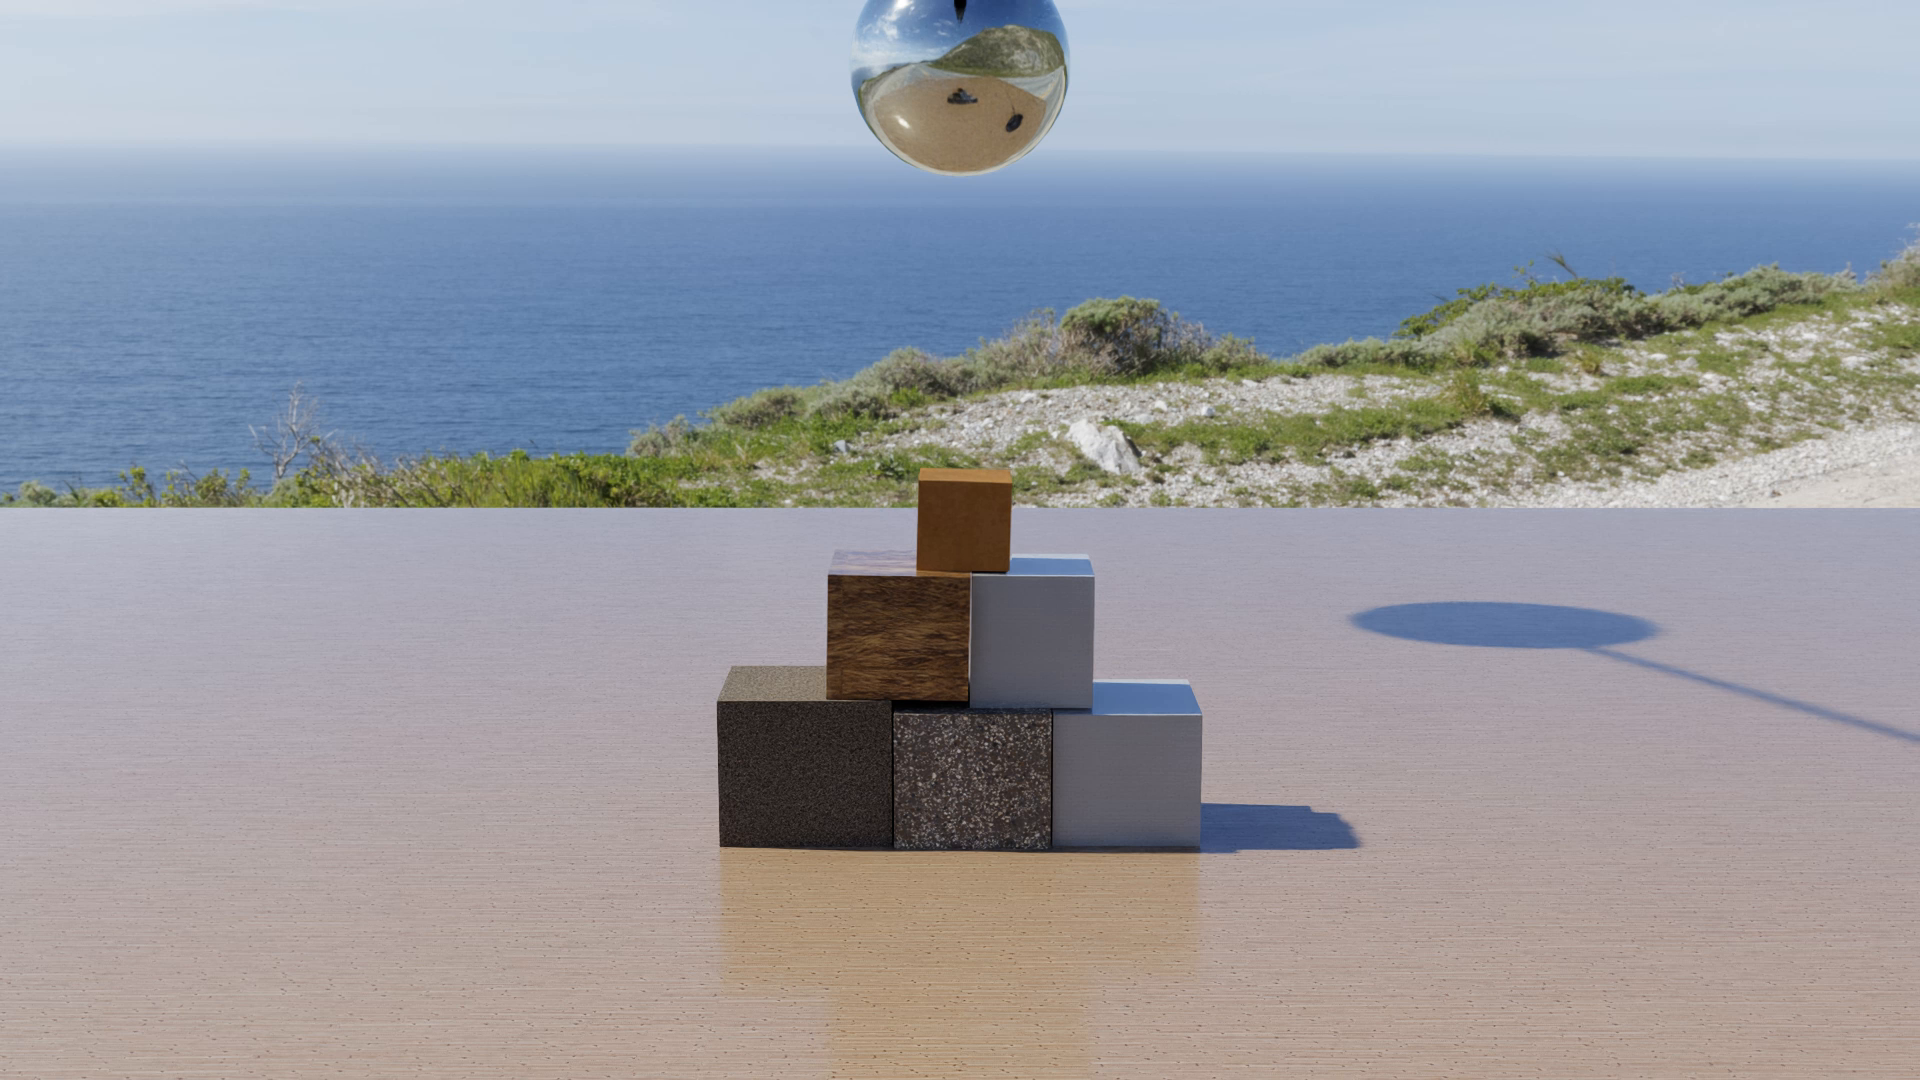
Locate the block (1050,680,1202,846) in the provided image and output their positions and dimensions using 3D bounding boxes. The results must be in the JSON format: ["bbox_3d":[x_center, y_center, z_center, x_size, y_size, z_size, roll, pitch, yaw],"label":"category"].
[{"bbox_3d":[0.837,1.141,11.388,0.746,0.680,0.737,0,10,0],"label":"block"}]

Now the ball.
[{"bbox_3d":[0.000,-3.415,15.799,1.600,1.600,1.600,0,10,0],"label":"ball"}]

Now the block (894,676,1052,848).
[{"bbox_3d":[0.062,1.135,11.379,0.785,0.695,0.815,0,10,0],"label":"block"}]

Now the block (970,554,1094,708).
[{"bbox_3d":[0.360,0.457,11.276,0.617,0.675,0.601,0,10,0],"label":"block"}]

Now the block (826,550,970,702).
[{"bbox_3d":[-0.307,0.426,11.242,0.706,0.629,0.686,1,10,0],"label":"block"}]

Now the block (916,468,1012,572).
[{"bbox_3d":[0.020,-0.104,11.159,0.466,0.455,0.423,2,10,0],"label":"block"}]

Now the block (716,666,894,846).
[{"bbox_3d":[-0.775,1.106,11.369,0.869,0.756,0.749,0,10,0],"label":"block"}]

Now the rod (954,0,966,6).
[{"bbox_3d":[0.000,-4.604,12.614,0.080,0.080,5.200,0,-20,0],"label":"rod"}]
